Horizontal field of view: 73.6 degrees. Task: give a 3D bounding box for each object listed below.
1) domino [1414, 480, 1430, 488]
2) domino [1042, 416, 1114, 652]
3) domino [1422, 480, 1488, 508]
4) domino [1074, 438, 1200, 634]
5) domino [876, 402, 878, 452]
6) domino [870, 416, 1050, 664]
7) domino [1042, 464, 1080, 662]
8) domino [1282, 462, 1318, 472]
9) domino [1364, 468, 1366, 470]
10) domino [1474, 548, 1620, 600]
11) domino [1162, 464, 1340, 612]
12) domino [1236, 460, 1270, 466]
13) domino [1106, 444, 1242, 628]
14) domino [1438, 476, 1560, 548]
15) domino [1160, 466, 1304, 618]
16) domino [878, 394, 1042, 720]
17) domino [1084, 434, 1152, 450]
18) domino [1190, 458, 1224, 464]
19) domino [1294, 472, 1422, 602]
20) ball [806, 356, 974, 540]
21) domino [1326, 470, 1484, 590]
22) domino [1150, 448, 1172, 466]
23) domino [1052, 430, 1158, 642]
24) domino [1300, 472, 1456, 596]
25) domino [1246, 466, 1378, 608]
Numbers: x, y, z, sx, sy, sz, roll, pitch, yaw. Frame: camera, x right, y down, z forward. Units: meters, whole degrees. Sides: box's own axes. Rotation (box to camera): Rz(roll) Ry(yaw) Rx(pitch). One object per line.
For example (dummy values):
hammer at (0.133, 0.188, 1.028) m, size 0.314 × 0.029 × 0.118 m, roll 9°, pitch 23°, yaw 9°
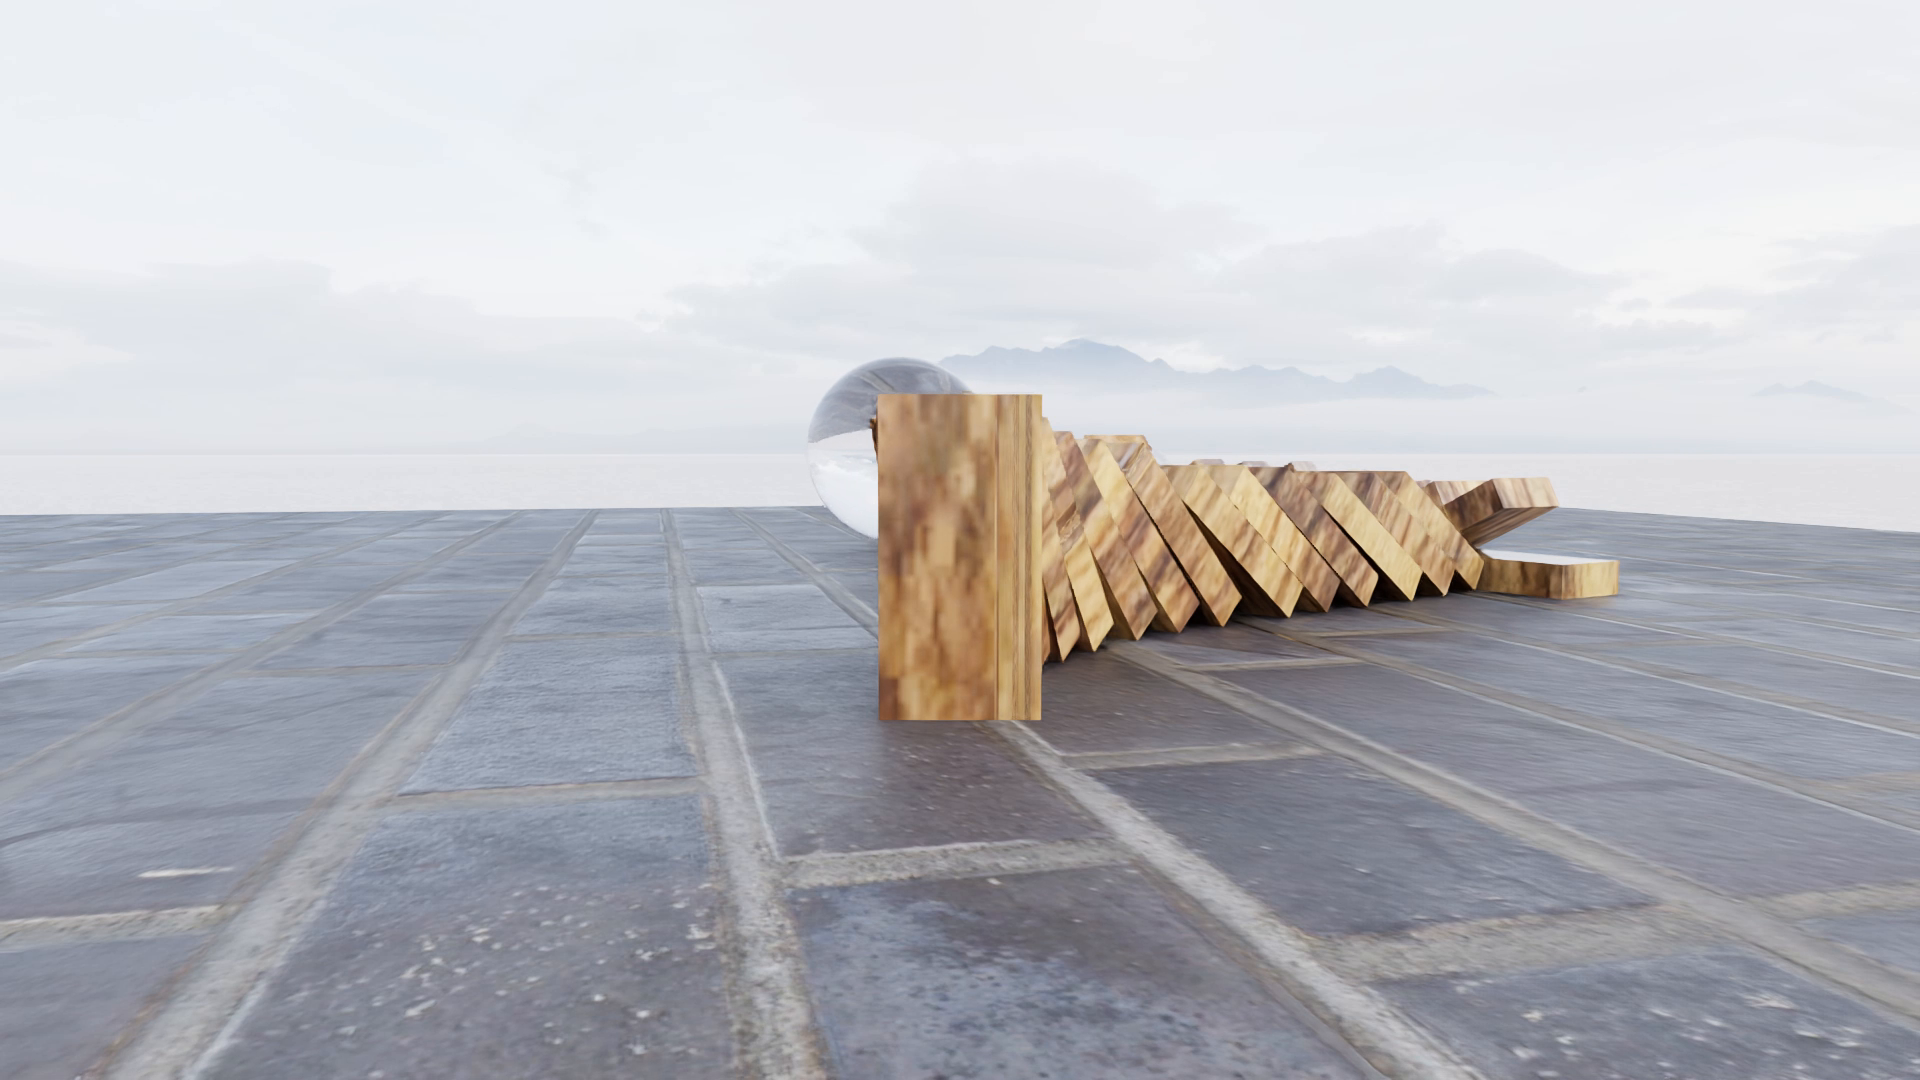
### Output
domino at (0.136, -0.006, 0.443) m, size 0.025 × 0.010 × 0.050 m, roll -4°, pitch -20°, yaw -44°
domino at (0.012, -0.001, 0.261) m, size 0.025 × 0.050 × 0.009 m, roll 3°, pitch 37°, yaw 36°
domino at (0.146, -0.004, 0.419) m, size 0.025 × 0.010 × 0.050 m, roll -2°, pitch -22°, yaw -30°
domino at (0.031, -0.001, 0.287) m, size 0.025 × 0.050 × 0.009 m, roll 5°, pitch 48°, yaw 49°
domino at (0.000, 0.001, 0.218) m, size 0.025 × 0.050 × 0.009 m, roll 0°, pitch 18°, yaw 5°
domino at (0.001, 0.000, 0.234) m, size 0.025 × 0.050 × 0.010 m, roll 2°, pitch 26°, yaw 22°
domino at (0.006, 0.000, 0.248) m, size 0.025 × 0.050 × 0.009 m, roll 2°, pitch 32°, yaw 30°
domino at (0.107, -0.011, 0.470) m, size 0.050 × 0.010 × 0.025 m, roll -37°, pitch -16°, yaw 29°
domino at (0.123, -0.009, 0.461) m, size 0.050 × 0.009 × 0.025 m, roll -33°, pitch -14°, yaw 30°
domino at (0.163, 0.009, 0.379) m, size 0.025 × 0.009 × 0.050 m, roll -2°, pitch 5°, yaw -29°
domino at (0.071, 0.000, 0.320) m, size 0.025 × 0.009 × 0.050 m, roll 5°, pitch -30°, yaw 49°
domino at (0.092, -0.011, 0.478) m, size 0.050 × 0.010 × 0.025 m, roll -38°, pitch -17°, yaw 30°
domino at (0.042, -0.001, 0.297) m, size 0.025 × 0.050 × 0.009 m, roll 5°, pitch 50°, yaw 49°
domino at (0.155, -0.004, 0.397) m, size 0.025 × 0.009 × 0.050 m, roll -3°, pitch -22°, yaw -29°
domino at (0.059, 0.001, 0.310) m, size 0.025 × 0.010 × 0.050 m, roll 5°, pitch -30°, yaw 49°
domino at (0.000, 0.002, 0.201) m, size 0.025 × 0.050 × 0.010 m, roll 0°, pitch 4°, yaw 0°
domino at (0.057, -0.019, 0.513) m, size 0.025 × 0.050 × 0.009 m, roll -1°, pitch 40°, yaw -18°
domino at (0.077, -0.012, 0.486) m, size 0.050 × 0.010 × 0.025 m, roll -39°, pitch -18°, yaw 30°
domino at (0.100, -0.001, 0.344) m, size 0.025 × 0.010 × 0.050 m, roll 5°, pitch -26°, yaw 50°
ball at (-0.026, -0.039, 0.550) m, size 0.080 × 0.080 × 0.080 m, roll 0°, pitch 4°, yaw 0°
domino at (0.126, -0.003, 0.367) m, size 0.050 × 0.009 × 0.025 m, roll 37°, pitch -20°, yaw -34°
domino at (0.065, -0.018, 0.539) m, size 0.050 × 0.009 × 0.025 m, roll -43°, pitch -12°, yaw 19°
domino at (0.021, -0.001, 0.275) m, size 0.025 × 0.050 × 0.010 m, roll 4°, pitch 44°, yaw 43°
domino at (0.114, -0.002, 0.355) m, size 0.025 × 0.010 × 0.050 m, roll 5°, pitch -26°, yaw 50°
domino at (0.085, -0.001, 0.331) m, size 0.025 × 0.009 × 0.050 m, roll 5°, pitch -29°, yaw 50°
